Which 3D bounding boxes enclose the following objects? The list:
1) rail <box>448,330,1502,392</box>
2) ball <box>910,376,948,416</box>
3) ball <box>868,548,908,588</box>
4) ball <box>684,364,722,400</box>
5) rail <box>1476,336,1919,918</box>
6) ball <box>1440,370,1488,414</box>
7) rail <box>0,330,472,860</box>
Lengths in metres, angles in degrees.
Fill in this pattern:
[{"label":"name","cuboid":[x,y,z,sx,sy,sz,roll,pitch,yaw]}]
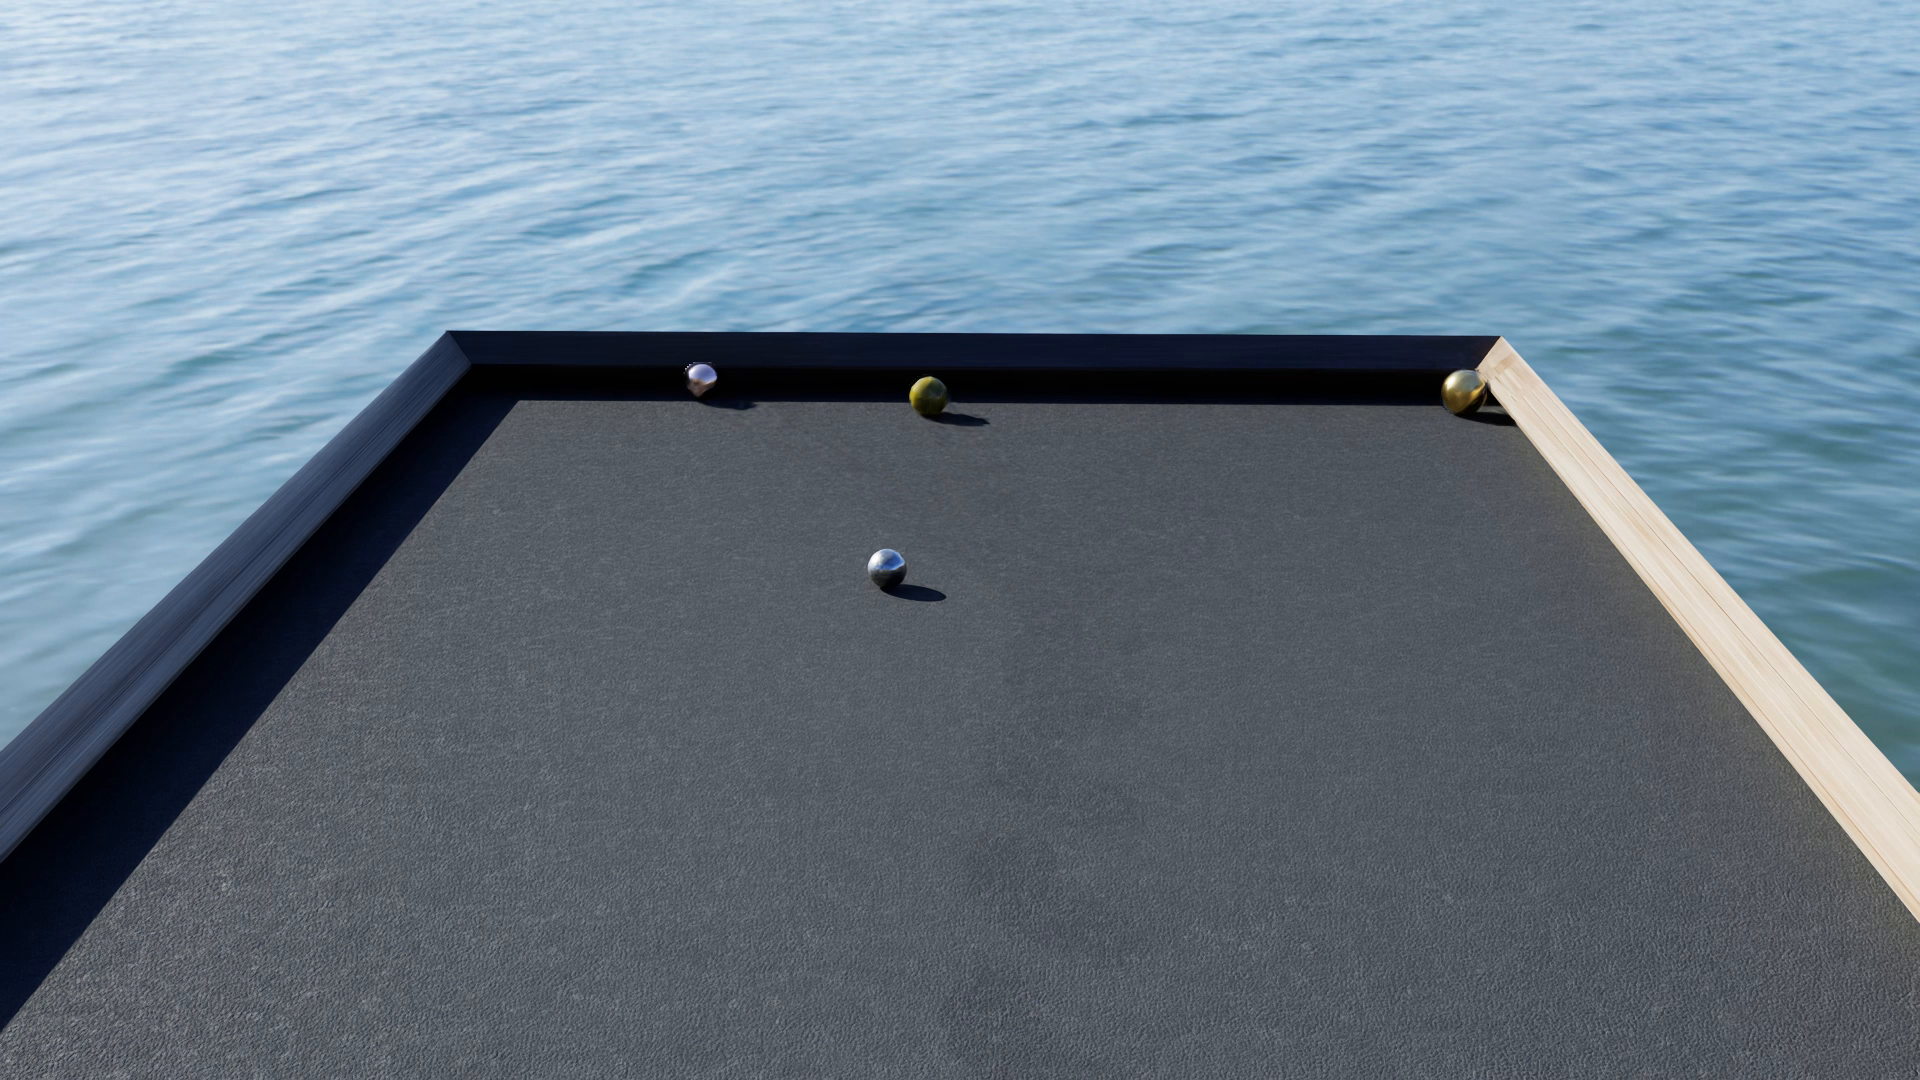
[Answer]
[{"label":"rail","cuboid":[0.017,-0.262,3.290,1.585,0.086,0.045,0,19,1]},{"label":"ball","cuboid":[-0.045,-0.208,3.177,0.056,0.056,0.056,0,19,0]},{"label":"ball","cuboid":[-0.082,0.032,2.483,0.045,0.045,0.045,0,19,0]},{"label":"ball","cuboid":[-0.381,-0.235,3.261,0.054,0.054,0.054,0,19,0]},{"label":"rail","cuboid":[0.751,0.242,1.795,0.045,0.086,3.169,0,19,1]},{"label":"ball","cuboid":[0.729,-0.214,3.180,0.066,0.066,0.066,0,19,0]},{"label":"rail","cuboid":[-0.786,0.231,1.828,0.045,0.086,3.169,0,19,1]}]
